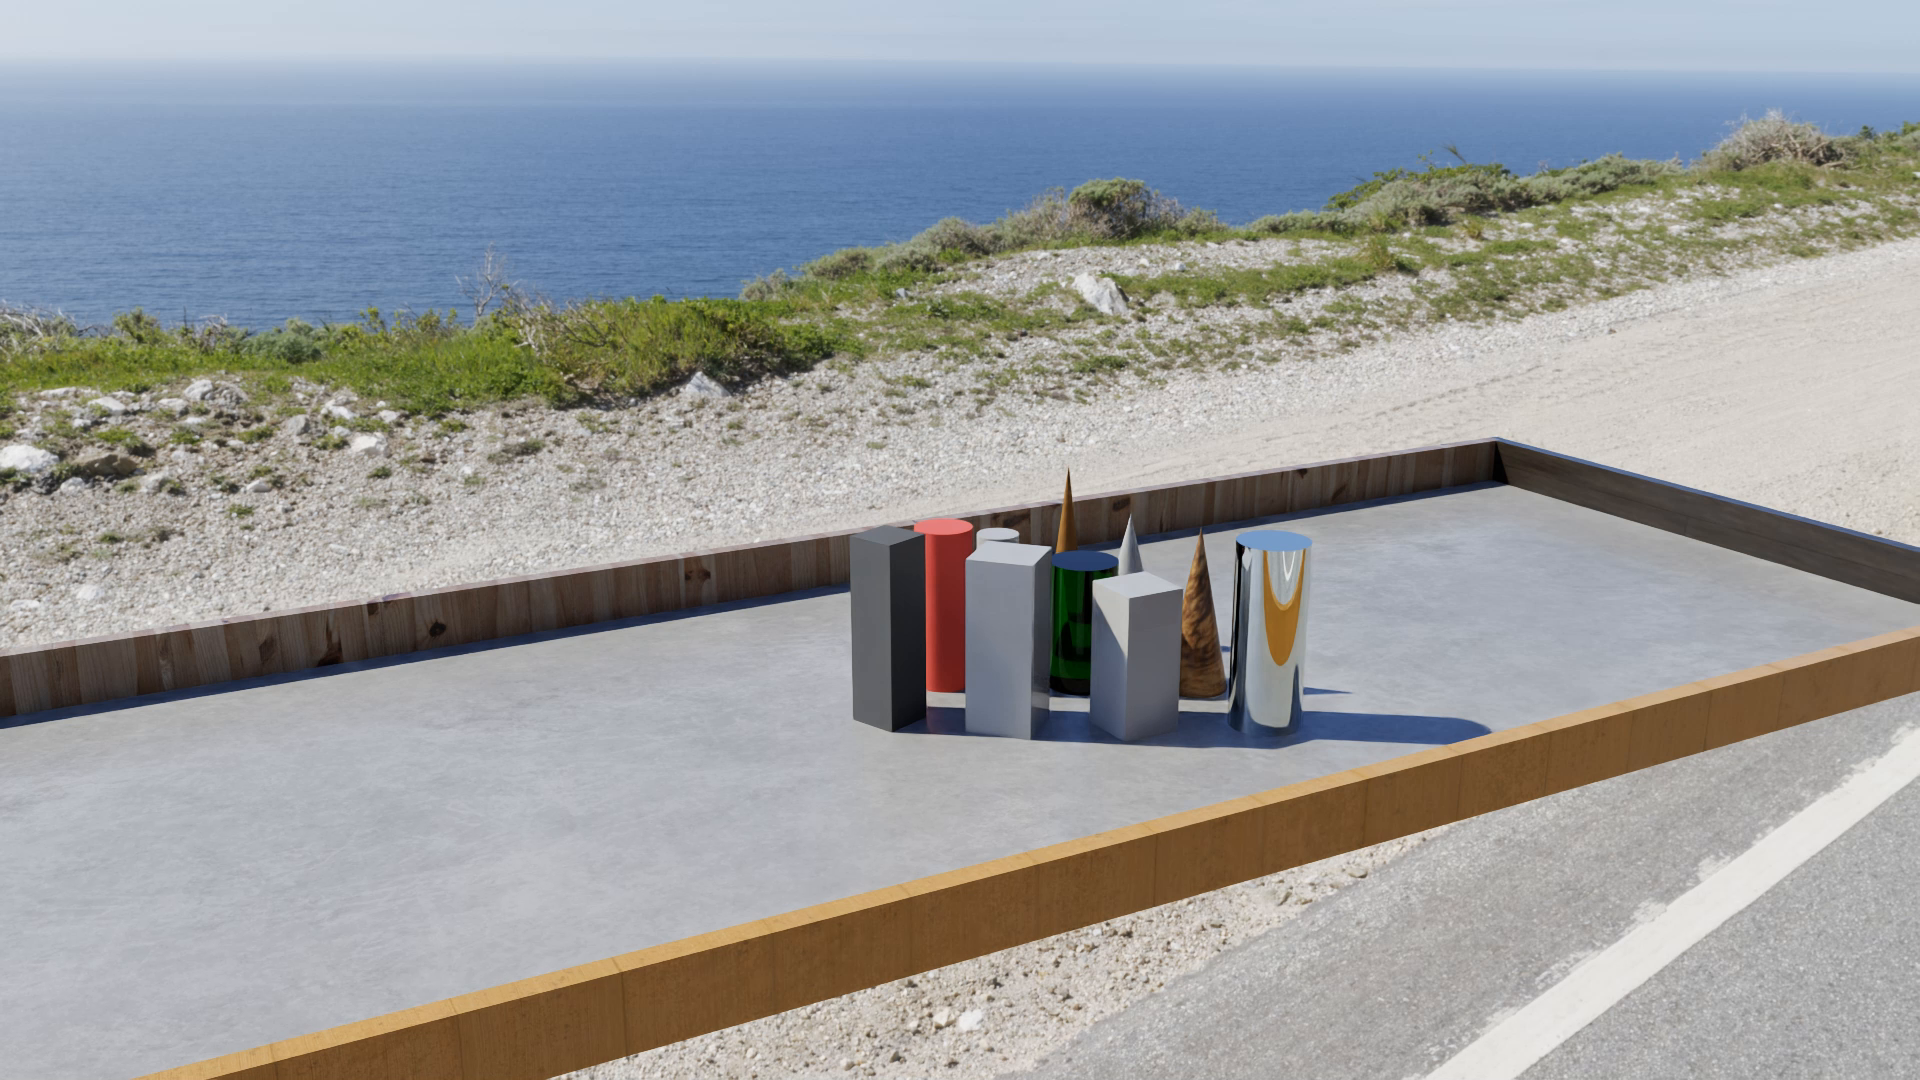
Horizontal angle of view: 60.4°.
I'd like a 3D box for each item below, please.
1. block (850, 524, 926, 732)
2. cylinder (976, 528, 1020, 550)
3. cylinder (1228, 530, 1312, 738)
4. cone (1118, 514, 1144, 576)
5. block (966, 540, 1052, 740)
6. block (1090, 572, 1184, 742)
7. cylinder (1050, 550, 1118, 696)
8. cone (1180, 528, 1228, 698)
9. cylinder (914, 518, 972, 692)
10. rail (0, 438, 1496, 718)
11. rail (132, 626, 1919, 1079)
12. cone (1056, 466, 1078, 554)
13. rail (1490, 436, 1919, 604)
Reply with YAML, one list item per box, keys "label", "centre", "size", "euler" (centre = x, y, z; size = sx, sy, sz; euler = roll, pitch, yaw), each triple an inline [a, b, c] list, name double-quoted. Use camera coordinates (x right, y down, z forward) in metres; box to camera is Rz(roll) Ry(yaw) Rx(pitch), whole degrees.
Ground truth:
- label: "block"
  centre: [-0.166, 0.206, 3.851]
  size: [0.123, 0.453, 0.123]
  euler: [13, 21, 38]
- label: "cylinder"
  centre: [0.099, 0.130, 4.370]
  size: [0.112, 0.306, 0.112]
  euler: [0, 16, 0]
- label: "cylinder"
  centre: [0.717, 0.216, 3.826]
  size: [0.172, 0.448, 0.172]
  euler: [0, 16, 0]
- label: "cone"
  centre: [0.445, 0.106, 4.349]
  size: [0.179, 0.364, 0.179]
  euler: [0, 16, 0]
- label: "block"
  centre: [0.113, 0.231, 3.825]
  size: [0.158, 0.419, 0.158]
  euler: [5, 17, 18]
- label: "block"
  centre: [0.407, 0.269, 3.824]
  size: [0.148, 0.348, 0.148]
  euler: [-9, 19, -27]
- label: "cylinder"
  centre: [0.304, 0.204, 4.091]
  size: [0.173, 0.321, 0.173]
  euler: [0, 16, 0]
- label: "cone"
  centre: [0.585, 0.166, 4.056]
  size: [0.161, 0.414, 0.161]
  euler: [0, 16, 0]
- label: "cylinder"
  centre: [-0.040, 0.162, 4.084]
  size: [0.144, 0.406, 0.144]
  euler: [0, 16, 0]
- label: "rail"
  centre: [-3.305, 0.497, 3.399]
  size: [12.000, 0.150, 0.050]
  euler: [-9, 18, -27]
- label: "rail"
  centre: [-2.336, 1.006, 1.665]
  size: [12.000, 0.150, 0.050]
  euler: [-9, 18, -27]
- label: "cone"
  centre: [0.300, -0.004, 4.611]
  size: [0.106, 0.427, 0.106]
  euler: [0, 16, 0]
- label: "rail"
  centre: [2.466, -0.048, 5.253]
  size: [0.050, 0.150, 2.100]
  euler: [-9, 18, -27]
